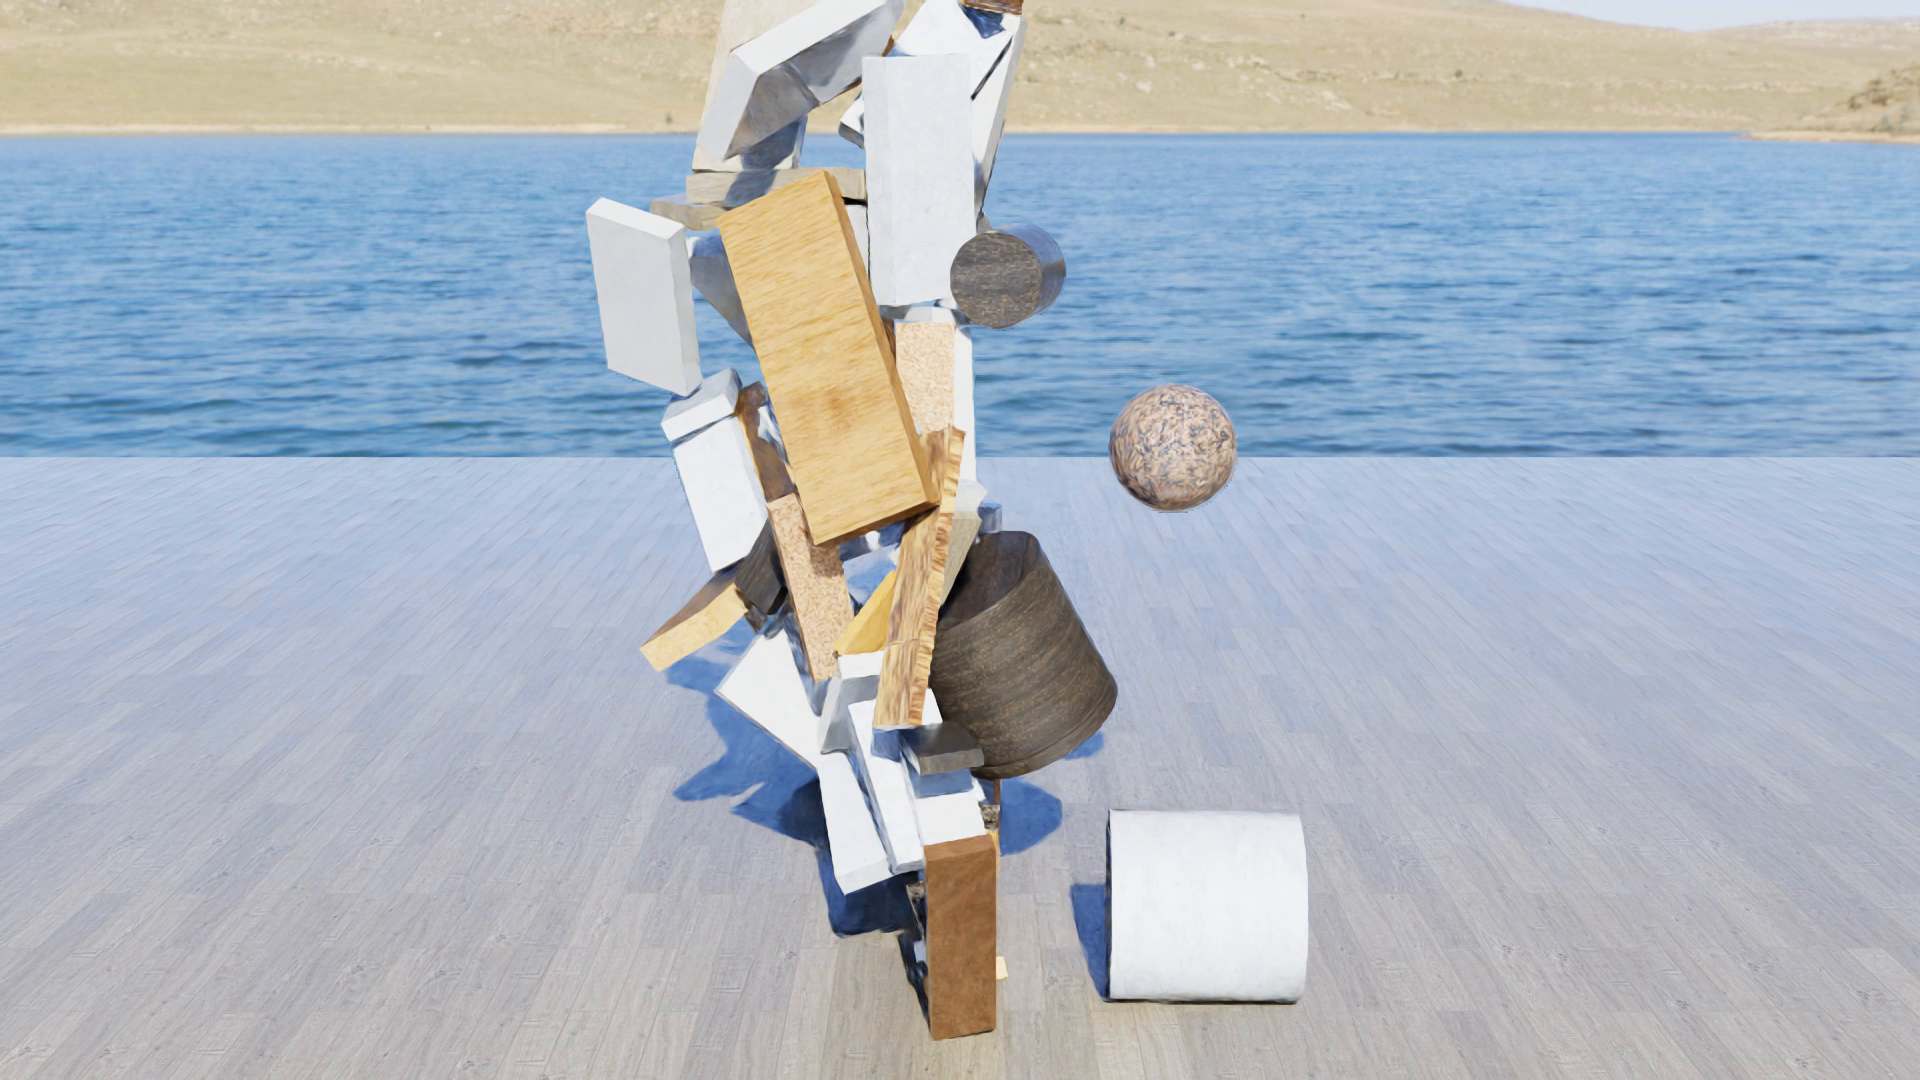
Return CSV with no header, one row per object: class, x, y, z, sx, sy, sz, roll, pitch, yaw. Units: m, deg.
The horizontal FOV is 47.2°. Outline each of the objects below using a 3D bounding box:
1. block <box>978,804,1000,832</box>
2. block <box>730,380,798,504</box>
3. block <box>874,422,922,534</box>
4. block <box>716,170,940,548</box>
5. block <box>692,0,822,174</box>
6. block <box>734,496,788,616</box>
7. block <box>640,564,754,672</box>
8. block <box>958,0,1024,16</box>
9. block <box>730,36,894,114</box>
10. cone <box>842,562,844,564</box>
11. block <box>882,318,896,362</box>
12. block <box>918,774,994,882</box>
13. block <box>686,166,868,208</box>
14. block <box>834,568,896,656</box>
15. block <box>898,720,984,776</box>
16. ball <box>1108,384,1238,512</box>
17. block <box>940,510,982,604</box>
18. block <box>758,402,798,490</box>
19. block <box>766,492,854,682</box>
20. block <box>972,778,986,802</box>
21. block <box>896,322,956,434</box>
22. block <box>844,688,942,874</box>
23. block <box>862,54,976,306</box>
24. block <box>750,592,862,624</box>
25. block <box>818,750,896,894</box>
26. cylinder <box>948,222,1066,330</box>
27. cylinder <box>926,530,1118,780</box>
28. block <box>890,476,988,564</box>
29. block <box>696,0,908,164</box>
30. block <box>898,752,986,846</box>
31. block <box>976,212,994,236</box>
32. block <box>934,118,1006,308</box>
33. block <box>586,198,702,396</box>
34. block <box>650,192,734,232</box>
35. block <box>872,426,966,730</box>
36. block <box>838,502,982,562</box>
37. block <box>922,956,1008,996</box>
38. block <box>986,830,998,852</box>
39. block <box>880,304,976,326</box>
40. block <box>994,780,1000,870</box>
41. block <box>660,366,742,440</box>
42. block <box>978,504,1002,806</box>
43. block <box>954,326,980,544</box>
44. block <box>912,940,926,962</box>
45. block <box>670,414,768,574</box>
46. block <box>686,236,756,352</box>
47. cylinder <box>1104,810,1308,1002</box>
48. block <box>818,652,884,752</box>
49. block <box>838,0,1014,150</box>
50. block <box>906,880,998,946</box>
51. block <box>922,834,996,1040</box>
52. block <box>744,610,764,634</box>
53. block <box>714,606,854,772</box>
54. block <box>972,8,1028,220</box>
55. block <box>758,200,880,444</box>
block,0.008,0.512,3.535,0.100,0.201,0.028,3,31,2
block,-0.327,-0.139,3.584,0.109,0.219,0.031,-27,-13,-5
block,-0.119,-0.099,3.113,0.082,0.164,0.023,19,-3,36
block,-0.189,-0.255,3.093,0.175,0.501,0.050,-21,-12,17
block,-0.318,-0.717,3.508,0.158,0.316,0.045,6,-18,9
block,-0.273,0.023,3.298,0.081,0.163,0.023,42,25,28
block,-0.356,0.075,3.500,0.168,0.048,0.337,-29,12,38
block,-0.014,-0.920,3.670,0.158,0.045,0.316,14,14,16
block,-0.221,-0.733,3.344,0.281,0.140,0.040,-35,53,-27
cone,-0.307,0.045,4.181,0.157,0.157,0.157,-4,-29,-20
block,-0.177,-0.330,3.857,0.141,0.562,0.040,9,25,37
block,-0.006,0.471,3.631,0.124,0.248,0.035,0,12,0
block,-0.250,-0.526,3.299,0.302,0.043,0.151,5,5,39
block,-0.111,0.112,3.205,0.075,0.150,0.021,17,27,-46
block,-0.028,0.289,3.073,0.090,0.025,0.179,-8,9,-10
ball,0.312,-0.136,3.226,0.188,0.188,0.188,0,11,0
block,-0.031,0.026,3.148,0.075,0.150,0.021,2,34,-38
block,-0.243,-0.119,3.221,0.023,0.163,0.081,-31,45,-9
block,-0.208,0.066,3.194,0.081,0.306,0.023,-22,34,-16
block,-0.024,0.399,3.408,0.100,0.028,0.201,-28,4,-6
block,-0.049,-0.229,3.159,0.082,0.164,0.023,0,1,4
block,-0.067,0.345,3.163,0.129,0.257,0.036,-10,-30,-18
block,-0.057,-0.528,3.214,0.050,0.351,0.175,10,17,41
block,-0.186,0.177,3.658,0.168,0.337,0.048,-15,40,45
block,-0.132,0.403,3.256,0.129,0.036,0.258,-21,34,4
cylinder,0.070,-0.382,3.165,0.136,0.136,0.136,3,17,18
cylinder,0.061,0.177,3.409,0.275,0.275,0.275,-25,23,11
block,-0.031,-0.023,3.145,0.075,0.150,0.021,18,22,-39
block,-0.217,-0.676,3.113,0.050,0.176,0.351,43,49,8
block,-0.021,0.377,3.112,0.090,0.179,0.025,-7,-31,-15
block,0.035,-0.559,3.977,0.013,0.047,0.094,39,-3,17
block,-0.028,-0.412,3.911,0.013,0.696,0.047,8,12,-37
block,-0.486,-0.372,3.395,0.151,0.301,0.043,21,47,21
block,-0.360,-0.567,3.668,0.282,0.040,0.141,-20,25,-38
block,-0.056,0.052,3.055,0.023,0.425,0.082,19,-18,-35
block,-0.129,-0.044,3.949,0.304,0.043,0.152,-20,25,-27
block,0.005,0.625,3.144,0.101,0.029,0.202,-10,-13,-8
block,0.004,0.533,3.396,0.100,0.201,0.028,10,28,19
block,-0.046,-0.333,3.241,0.079,0.022,0.157,0,8,-31
block,0.005,0.443,3.780,0.124,0.248,0.035,5,12,26
block,-0.407,-0.218,3.478,0.109,0.031,0.219,-24,15,5
block,0.000,0.217,4.099,0.152,0.575,0.043,2,12,13
block,-0.017,-0.152,3.200,0.079,0.315,0.022,-2,0,6
block,-0.010,0.598,3.263,0.101,0.029,0.202,-13,-9,1
block,-0.363,-0.071,3.391,0.109,0.219,0.031,-25,-14,22
block,-0.337,-0.392,3.599,0.141,0.040,0.282,1,-33,37
cylinder,0.354,0.534,3.217,0.274,0.274,0.274,1,11,2
block,-0.134,0.241,3.314,0.129,0.036,0.257,-6,-28,-15
block,-0.050,-0.690,3.325,0.140,0.281,0.040,31,-21,5
block,-0.014,0.511,3.067,0.101,0.029,0.202,-18,11,-4
block,0.001,0.538,2.946,0.090,0.409,0.025,-10,45,-9
block,-0.250,0.186,3.864,0.152,0.304,0.043,-32,-13,-13
block,-0.201,0.274,3.454,0.337,0.168,0.048,39,-15,-11
block,-0.007,-0.732,3.776,0.158,0.356,0.045,16,3,20
block,-0.191,-0.320,3.266,0.151,0.365,0.043,-3,24,-45
